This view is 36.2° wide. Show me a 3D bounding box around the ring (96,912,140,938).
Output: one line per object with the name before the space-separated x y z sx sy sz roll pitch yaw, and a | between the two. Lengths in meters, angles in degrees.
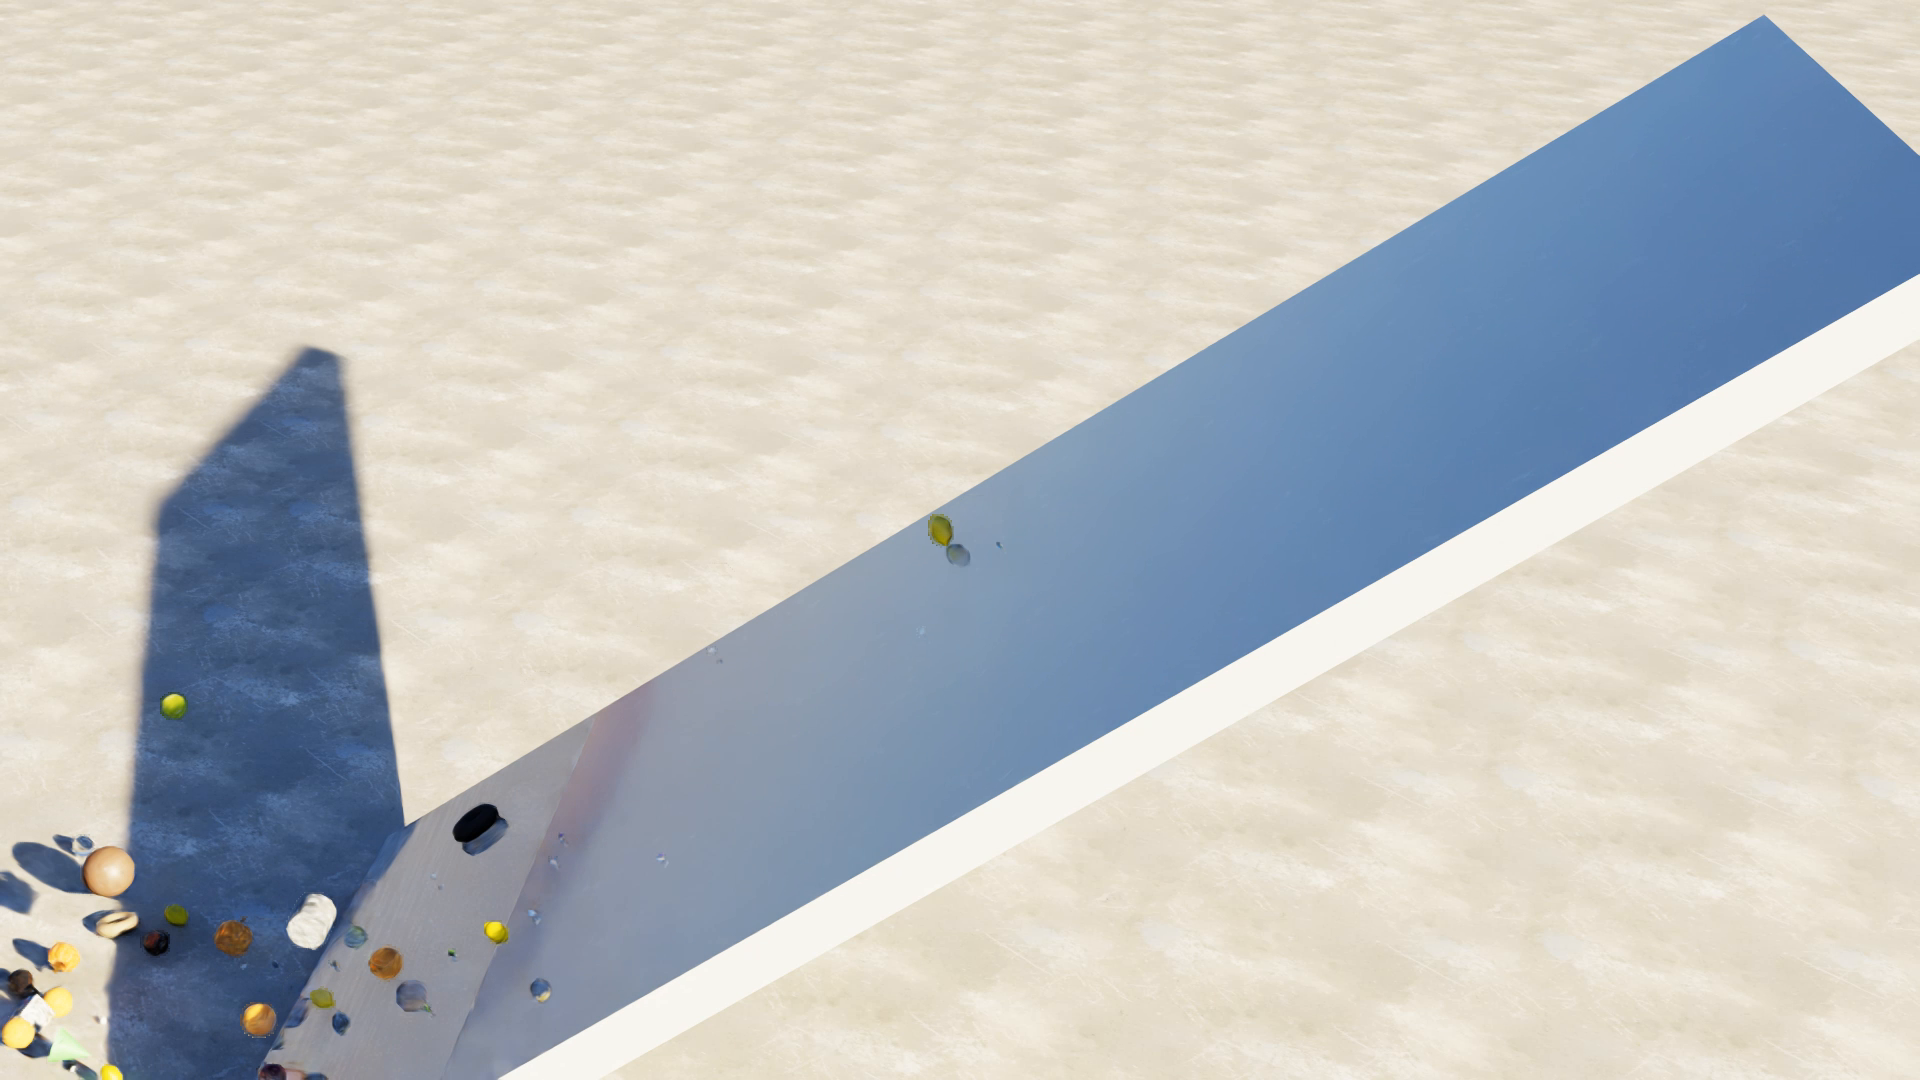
ring | -2.110 0.963 7.367 0.107 0.036 0.107 -6 16 2

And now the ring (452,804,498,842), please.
ring | -1.190 0.694 7.217 0.125 0.042 0.125 -31 16 10

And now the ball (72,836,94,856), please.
ball | -2.316 0.808 7.768 0.056 0.056 0.056 0 20 0

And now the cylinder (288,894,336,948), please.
cylinder | -1.388 0.815 6.300 0.084 0.084 0.084 1 25 4

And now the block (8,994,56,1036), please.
block | -2.170 1.112 6.874 0.064 0.064 0.064 -21 26 44

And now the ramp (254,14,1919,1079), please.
ramp | 0.140 0.170 6.295 4.000 0.100 2.000 -31 15 14
